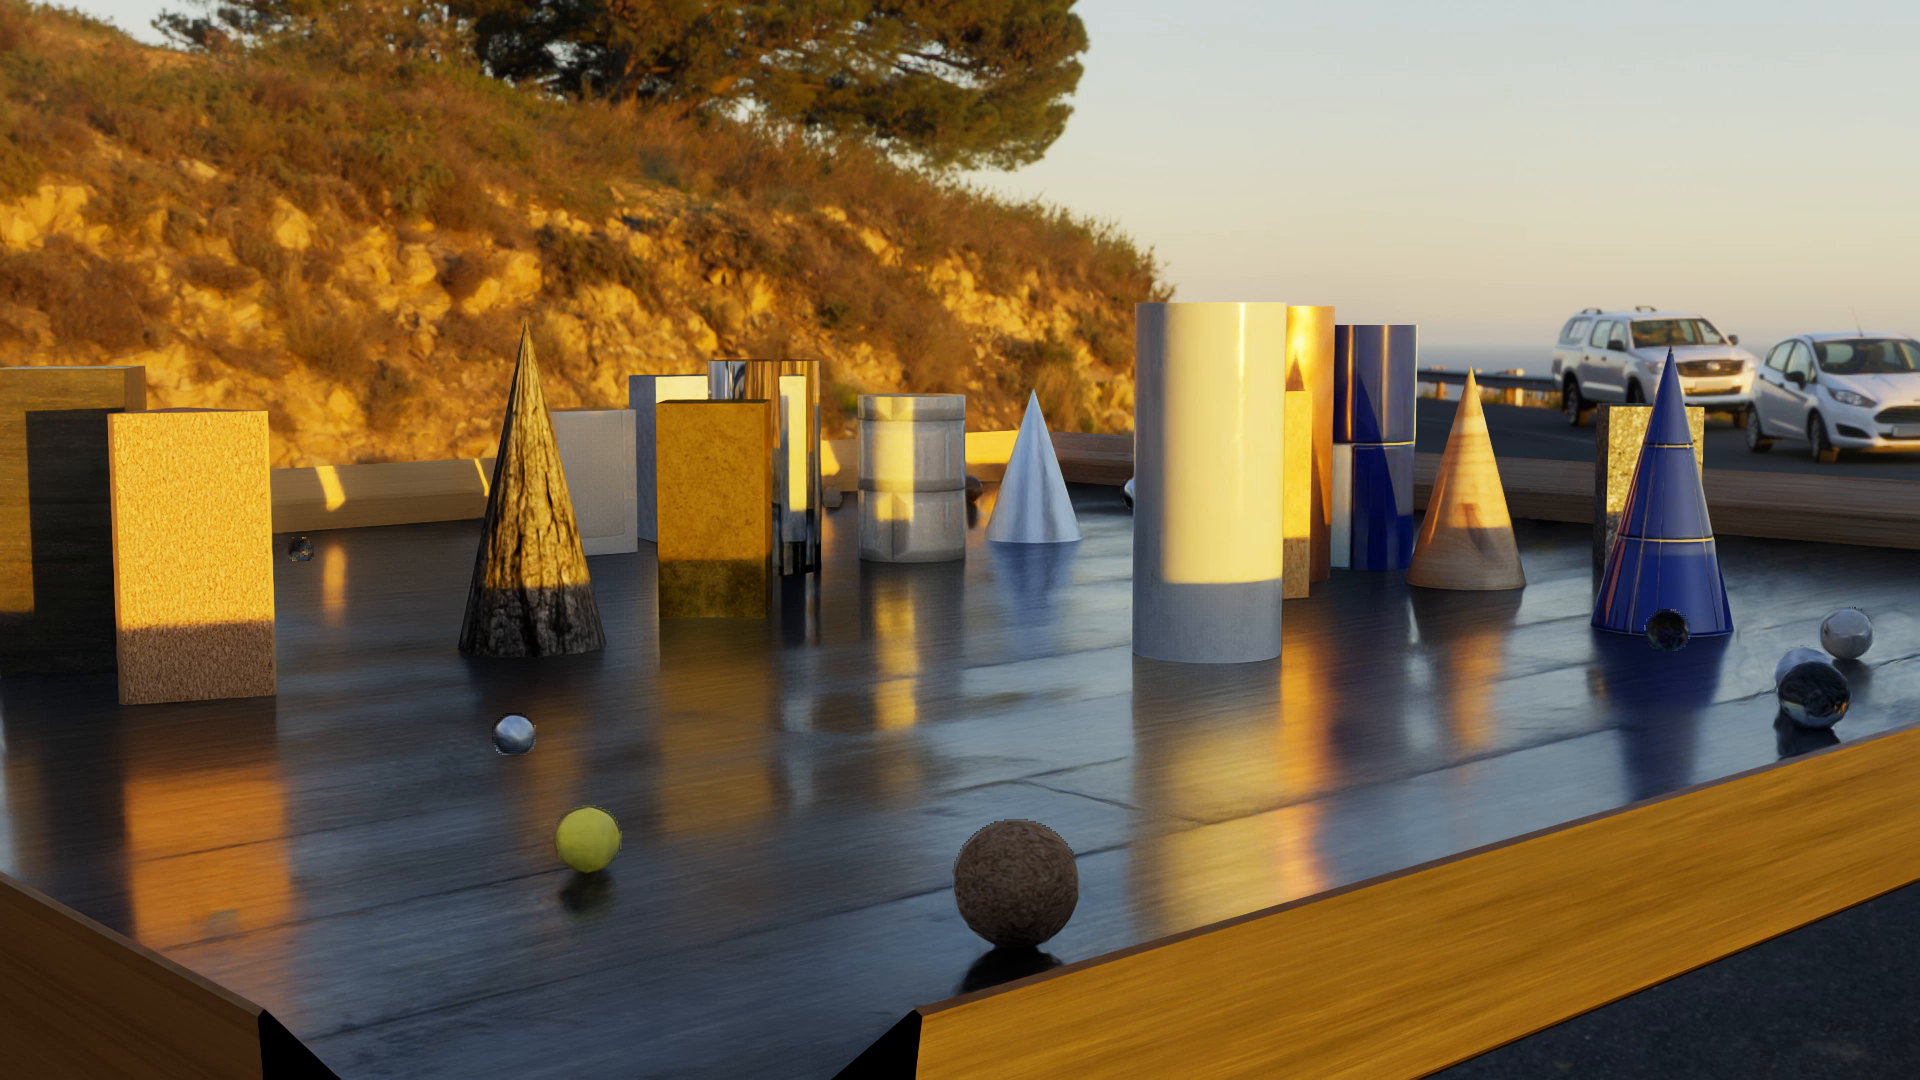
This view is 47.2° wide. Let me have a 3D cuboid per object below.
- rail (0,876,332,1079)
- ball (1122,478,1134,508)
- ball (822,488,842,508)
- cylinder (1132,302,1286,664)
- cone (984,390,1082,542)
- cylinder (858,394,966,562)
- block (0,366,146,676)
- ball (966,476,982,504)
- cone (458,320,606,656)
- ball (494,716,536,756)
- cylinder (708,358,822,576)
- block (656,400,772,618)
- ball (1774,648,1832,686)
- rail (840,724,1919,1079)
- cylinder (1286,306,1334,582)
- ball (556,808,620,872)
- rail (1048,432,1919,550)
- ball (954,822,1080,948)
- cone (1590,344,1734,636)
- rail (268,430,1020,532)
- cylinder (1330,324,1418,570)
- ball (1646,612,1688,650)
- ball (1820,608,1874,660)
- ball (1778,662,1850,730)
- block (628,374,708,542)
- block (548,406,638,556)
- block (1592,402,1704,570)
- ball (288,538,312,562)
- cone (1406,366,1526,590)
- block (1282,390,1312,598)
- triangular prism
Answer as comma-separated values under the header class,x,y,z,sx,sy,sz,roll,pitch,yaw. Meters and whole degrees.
class,x,y,z,sx,sy,sz,roll,pitch,yaw
rail,-1.321,0.160,2.120,0.045,0.126,3.414,-6,8,-42
ball,0.399,-0.104,4.888,0.075,0.075,0.075,0,6,0
ball,-0.289,-0.095,4.936,0.047,0.047,0.047,0,6,0
cylinder,0.322,-0.080,2.847,0.194,0.453,0.194,0,6,0
cone,0.143,-0.150,4.286,0.194,0.293,0.194,0,6,0
cylinder,-0.087,-0.115,3.958,0.194,0.291,0.194,0,6,0
block,-1.103,-0.028,2.742,0.155,0.373,0.155,-1,6,-11
ball,0.020,-0.117,5.067,0.064,0.064,0.064,0,6,0
cone,-0.568,-0.076,2.900,0.194,0.434,0.194,0,6,0
ball,-0.446,0.196,2.200,0.040,0.040,0.040,0,6,0
cylinder,-0.334,-0.128,3.767,0.194,0.358,0.194,0,6,0
block,-0.361,-0.050,3.249,0.155,0.310,0.155,0,6,-1
ball,0.954,0.154,2.483,0.064,0.064,0.064,0,6,0
rail,1.142,0.162,2.102,3.641,0.126,0.045,-6,8,-42
cylinder,0.521,-0.163,3.655,0.194,0.449,0.194,0,6,0
ball,-0.295,0.238,1.744,0.051,0.051,0.051,0,6,0
rail,1.321,-0.094,4.544,0.045,0.126,3.414,-6,8,-42
ball,0.040,0.241,1.538,0.088,0.088,0.088,0,6,0
cone,0.987,-0.076,3.074,0.194,0.397,0.194,0,6,0
rail,-1.142,-0.096,4.562,3.641,0.126,0.045,-6,8,-42
cylinder,0.696,-0.166,3.839,0.194,0.418,0.194,0,6,0
ball,0.925,0.119,2.874,0.052,0.052,0.052,0,6,0
ball,1.130,0.120,2.803,0.065,0.065,0.065,0,6,0
ball,0.909,0.165,2.339,0.072,0.072,0.072,0,6,0
block,-0.545,-0.163,4.294,0.155,0.316,0.155,-3,7,-28
block,-0.702,-0.110,4.053,0.155,0.262,0.155,-4,7,-36
block,1.196,-0.095,3.829,0.155,0.279,0.155,1,6,8
ball,-1.166,0.018,3.884,0.041,0.041,0.041,0,6,0
cone,0.826,-0.107,3.576,0.194,0.355,0.194,0,6,0
block,0.437,-0.074,3.430,0.155,0.319,0.155,-3,7,-27
triangular prism,-0.899,0.012,2.567,0.168,0.328,0.145,-3,7,-23
